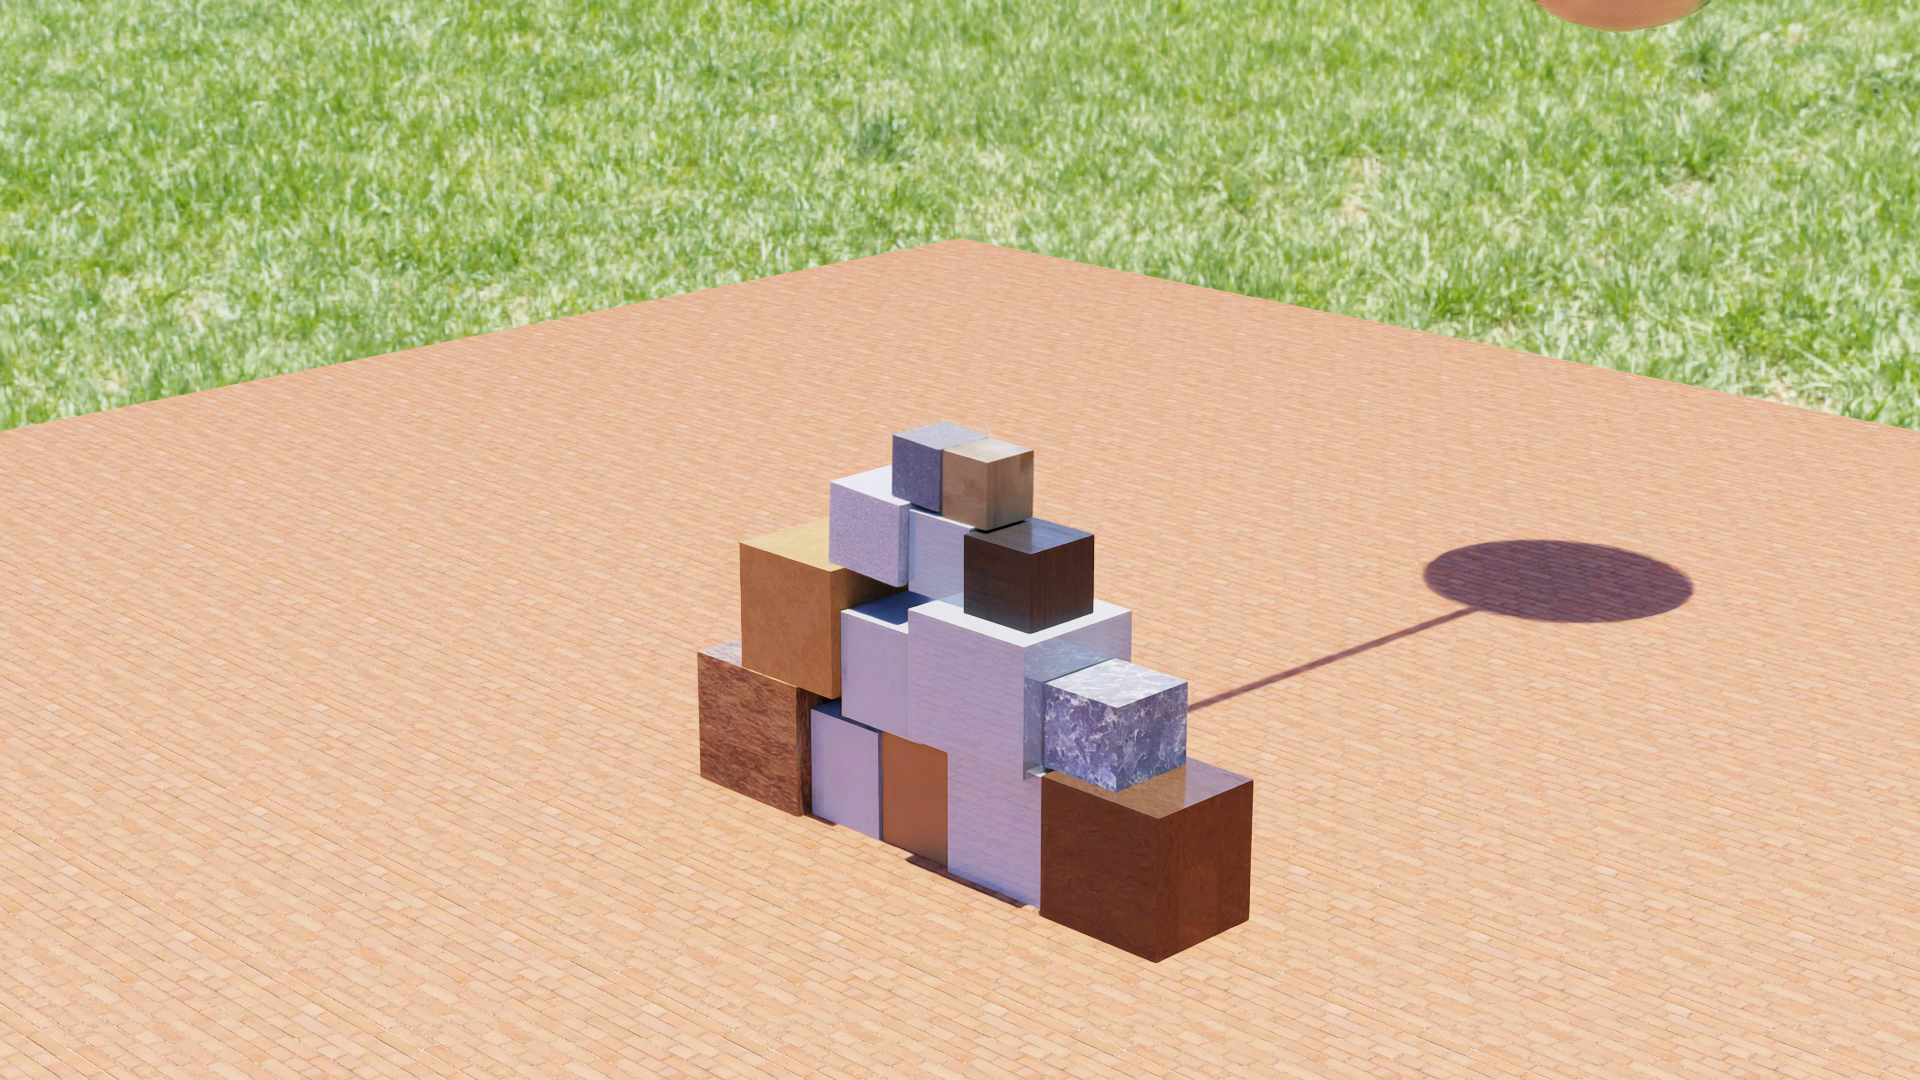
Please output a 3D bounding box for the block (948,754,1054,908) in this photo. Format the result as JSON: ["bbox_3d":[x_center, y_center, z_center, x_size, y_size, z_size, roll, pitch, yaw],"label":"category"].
[{"bbox_3d":[0.359,1.231,13.369,0.550,0.635,0.625,-17,24,-42],"label":"block"}]

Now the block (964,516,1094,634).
[{"bbox_3d":[0.307,0.151,13.061,0.412,0.368,0.410,-17,24,-42],"label":"block"}]

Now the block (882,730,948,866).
[{"bbox_3d":[-0.031,1.141,13.754,0.472,0.576,0.465,-17,24,-42],"label":"block"}]

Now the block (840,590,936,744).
[{"bbox_3d":[-0.175,0.578,13.722,0.543,0.517,0.533,-17,24,-42],"label":"block"}]

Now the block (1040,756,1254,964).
[{"bbox_3d":[0.819,1.358,12.907,0.626,0.670,0.683,-17,24,-42],"label":"block"}]

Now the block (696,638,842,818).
[{"bbox_3d":[-0.792,0.867,14.472,0.686,0.667,0.724,-17,24,-42],"label":"block"}]

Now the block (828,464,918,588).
[{"bbox_3d":[-0.279,-0.076,13.623,0.465,0.394,0.464,-17,26,-42],"label":"block"}]

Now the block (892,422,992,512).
[{"bbox_3d":[-0.085,-0.336,13.342,0.326,0.292,0.307,-17,27,-42],"label":"block"}]

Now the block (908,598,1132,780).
[{"bbox_3d":[0.269,0.609,13.253,0.701,0.621,0.721,-17,24,-42],"label":"block"}]

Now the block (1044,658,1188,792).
[{"bbox_3d":[0.685,0.809,12.886,0.461,0.389,0.427,-17,24,-42],"label":"block"}]

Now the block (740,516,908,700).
[{"bbox_3d":[-0.603,0.312,14.076,0.632,0.630,0.642,-17,24,-42],"label":"block"}]

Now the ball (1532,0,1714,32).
[{"bbox_3d":[3.645,-3.592,16.034,1.600,1.600,1.600,0,17,0],"label":"ball"}]

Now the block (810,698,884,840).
[{"bbox_3d":[-0.366,1.057,14.082,0.515,0.540,0.466,-17,24,-42],"label":"block"}]

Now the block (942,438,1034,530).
[{"bbox_3d":[0.126,-0.253,13.149,0.299,0.315,0.279,-17,25,-42],"label":"block"}]

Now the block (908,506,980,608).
[{"bbox_3d":[0.033,0.051,13.347,0.393,0.385,0.362,17,24,42],"label":"block"}]
